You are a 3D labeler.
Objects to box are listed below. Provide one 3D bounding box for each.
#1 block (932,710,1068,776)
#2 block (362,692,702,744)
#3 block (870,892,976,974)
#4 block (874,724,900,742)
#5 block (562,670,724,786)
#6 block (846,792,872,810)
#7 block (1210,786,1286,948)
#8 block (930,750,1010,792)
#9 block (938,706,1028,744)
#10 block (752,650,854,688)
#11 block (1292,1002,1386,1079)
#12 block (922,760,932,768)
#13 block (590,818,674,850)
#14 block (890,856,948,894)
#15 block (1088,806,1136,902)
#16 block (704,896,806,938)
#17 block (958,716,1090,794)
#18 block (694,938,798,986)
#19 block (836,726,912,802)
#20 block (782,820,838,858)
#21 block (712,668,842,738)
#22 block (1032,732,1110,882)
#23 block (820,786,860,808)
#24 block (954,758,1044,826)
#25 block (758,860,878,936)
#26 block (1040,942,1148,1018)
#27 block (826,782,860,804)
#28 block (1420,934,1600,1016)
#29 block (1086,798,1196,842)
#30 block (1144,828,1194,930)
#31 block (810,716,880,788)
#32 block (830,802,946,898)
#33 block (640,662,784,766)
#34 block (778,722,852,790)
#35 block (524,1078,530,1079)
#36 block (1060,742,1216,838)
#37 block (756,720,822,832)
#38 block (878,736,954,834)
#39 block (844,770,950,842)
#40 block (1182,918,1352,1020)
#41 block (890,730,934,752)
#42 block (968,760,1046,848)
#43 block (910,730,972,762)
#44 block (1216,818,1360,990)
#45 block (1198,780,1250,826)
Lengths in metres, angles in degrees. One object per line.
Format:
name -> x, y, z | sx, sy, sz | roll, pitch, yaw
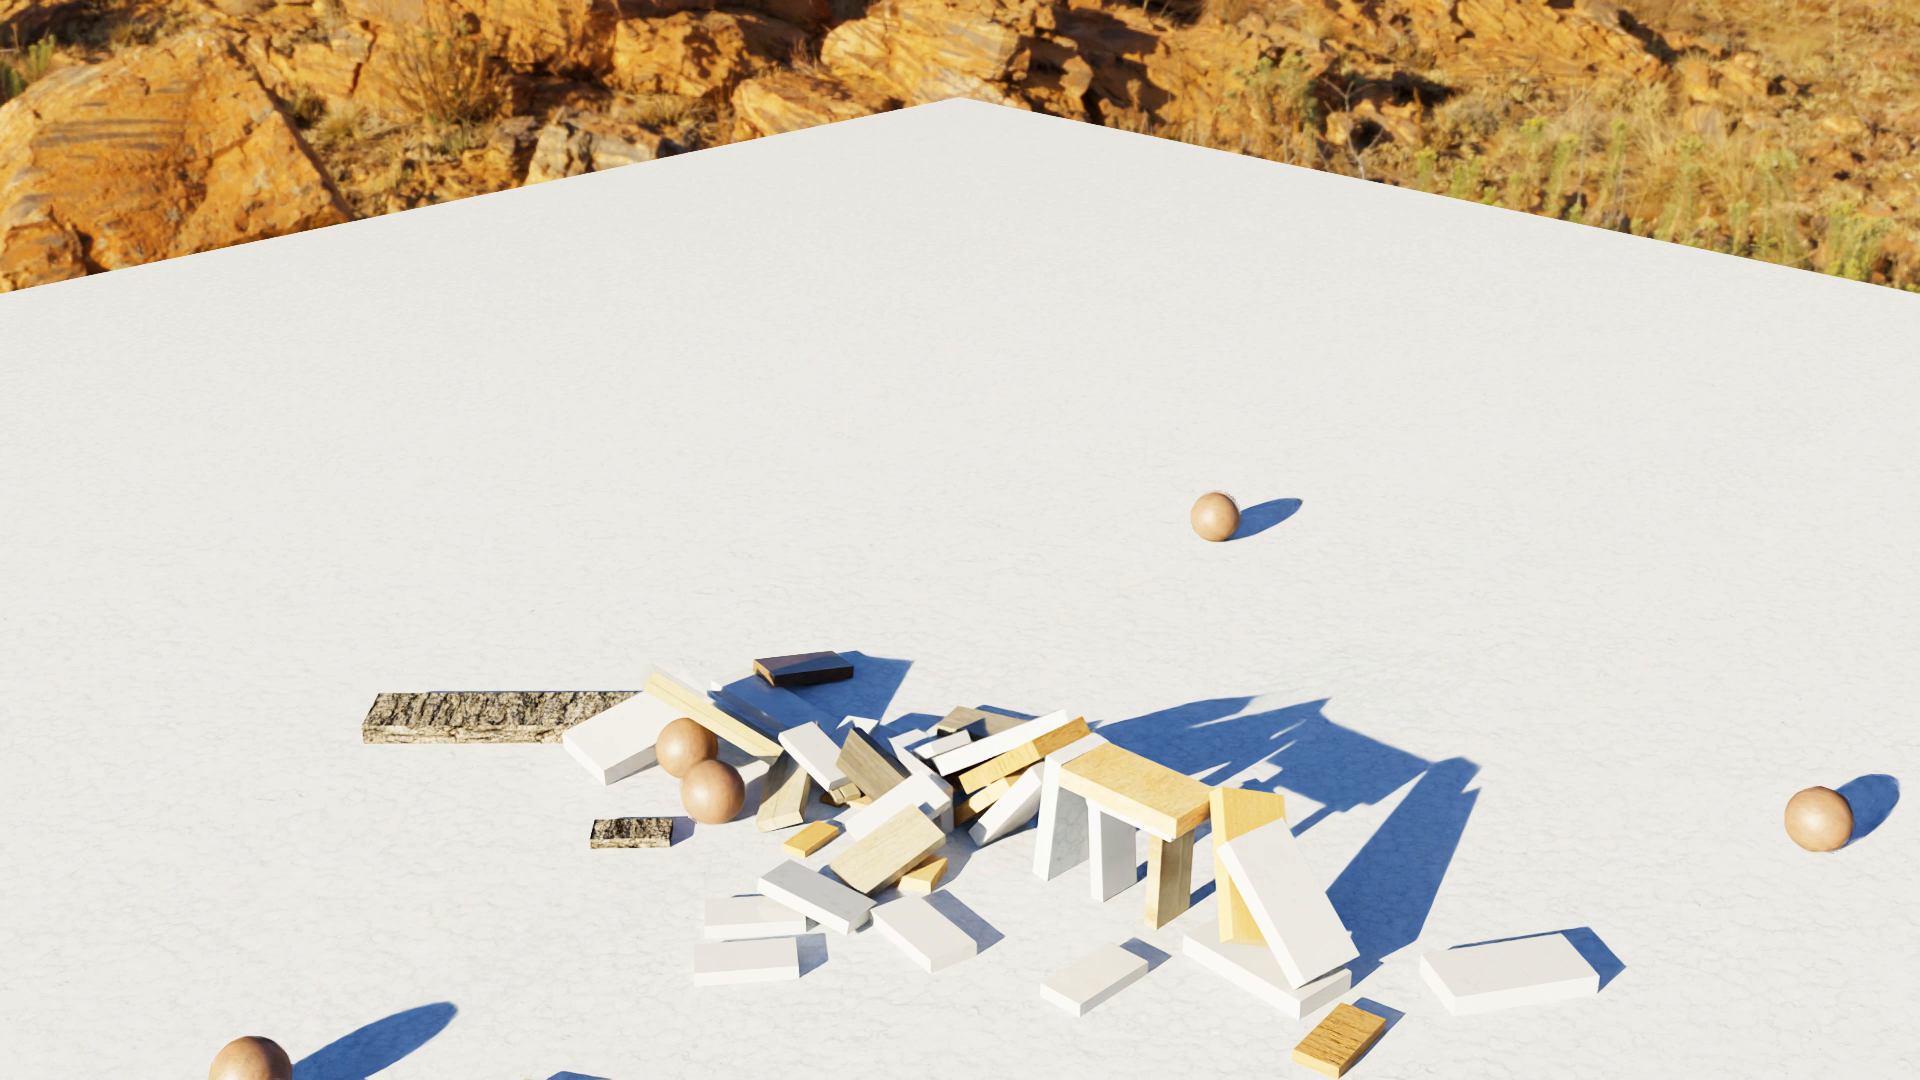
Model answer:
block -> 0.081, 0.408, 4.430 | 0.274, 0.039, 0.137 | -20, -4, -6
block -> -0.921, 0.387, 4.791 | 0.723, 0.044, 0.156 | 0, 23, 0
block -> -0.069, 0.719, 4.030 | 0.101, 0.029, 0.202 | -15, 27, -32
block -> -0.157, 0.436, 4.705 | 0.156, 0.022, 0.078 | 21, 31, 40
block -> -0.668, 0.398, 4.674 | 0.311, 0.044, 0.156 | -27, 44, -32
block -> -0.180, 0.535, 4.482 | 0.094, 0.013, 0.047 | 10, 25, 22
block -> 0.525, 0.587, 3.943 | 0.137, 0.275, 0.039 | 10, -26, -26
block -> 0.012, 0.476, 4.487 | 0.218, 0.031, 0.109 | -13, 10, 34
block -> 0.065, 0.412, 4.753 | 0.204, 0.029, 0.102 | 11, 25, 24
block -> -0.356, 0.292, 4.995 | 0.204, 0.029, 0.102 | -5, 21, -33
block -> 0.644, 0.848, 3.730 | 0.085, 0.024, 0.171 | 16, 28, 33
block -> -0.011, 0.465, 4.637 | 0.157, 0.022, 0.078 | -3, 23, -8
block -> -0.651, 0.582, 4.361 | 0.156, 0.022, 0.078 | -1, 23, -2
block -> -0.126, 0.631, 4.241 | 0.183, 0.026, 0.091 | 8, 24, 19
block -> 0.289, 0.574, 4.154 | 0.099, 0.198, 0.028 | -21, 27, -41
block -> -0.380, 0.698, 4.083 | 0.185, 0.026, 0.092 | -2, 23, -5
block -> 0.124, 0.418, 4.262 | 0.134, 0.038, 0.268 | -21, -8, -37
block -> -0.384, 0.756, 3.945 | 0.184, 0.026, 0.092 | -3, 23, -7
block -> -0.149, 0.485, 4.409 | 0.027, 0.094, 0.245 | -6, 38, -48
block -> -0.295, 0.591, 4.347 | 0.054, 0.015, 0.109 | 15, 27, 31
block -> -0.397, 0.373, 4.845 | 0.102, 0.029, 0.383 | -18, 29, -37
block -> 0.212, 0.511, 4.209 | 0.134, 0.268, 0.038 | -21, 37, -40
block -> -0.244, 0.519, 4.520 | 0.047, 0.013, 0.094 | 12, 26, 26
block -> 0.075, 0.501, 4.360 | 0.109, 0.031, 0.218 | -21, -12, -40
block -> -0.266, 0.665, 4.102 | 0.202, 0.029, 0.101 | 22, 23, 24
block -> 0.239, 0.777, 3.896 | 0.092, 0.026, 0.185 | 21, 31, 40
block -> -0.252, 0.495, 4.504 | 0.054, 0.015, 0.109 | -12, 41, -26
block -> 0.972, 0.769, 3.898 | 0.275, 0.039, 0.138 | -6, 24, -13
block -> 0.341, 0.491, 4.057 | 0.198, 0.028, 0.099 | 20, 30, 39
block -> 0.388, 0.612, 4.063 | 0.028, 0.198, 0.099 | 22, 31, 38
block -> -0.254, 0.445, 4.617 | 0.078, 0.022, 0.211 | 7, 36, 29
block -> -0.137, 0.596, 4.197 | 0.202, 0.029, 0.101 | -34, 54, -22
block -> -0.519, 0.362, 4.578 | 0.311, 0.044, 0.156 | 32, -2, -11
block -> -0.289, 0.444, 4.525 | 0.086, 0.024, 0.171 | -17, 44, -39
block -> -0.694, 0.935, 3.525 | 0.091, 0.026, 0.183 | 6, 24, 13
block -> 0.332, 0.458, 4.050 | 0.274, 0.039, 0.137 | 21, 31, 39
block -> -0.351, 0.484, 4.533 | 0.091, 0.026, 0.360 | -16, 23, 10
block -> -0.092, 0.495, 4.428 | 0.031, 0.109, 0.218 | -22, 36, -31
block -> -0.121, 0.535, 4.285 | 0.187, 0.027, 0.094 | -34, 54, -20
block -> 0.547, 0.755, 3.932 | 0.138, 0.039, 0.275 | -19, 29, -37
block -> -0.128, 0.445, 4.628 | 0.157, 0.022, 0.078 | -17, 29, -35
block -> 0.133, 0.499, 4.286 | 0.134, 0.268, 0.038 | -21, 69, -40
block -> -0.066, 0.435, 4.507 | 0.094, 0.027, 0.187 | -16, -8, -35
block -> 0.579, 0.639, 3.880 | 0.138, 0.039, 0.275 | -17, 70, -35
block -> 0.516, 0.536, 4.467 | 0.171, 0.024, 0.086 | -12, 26, -26
